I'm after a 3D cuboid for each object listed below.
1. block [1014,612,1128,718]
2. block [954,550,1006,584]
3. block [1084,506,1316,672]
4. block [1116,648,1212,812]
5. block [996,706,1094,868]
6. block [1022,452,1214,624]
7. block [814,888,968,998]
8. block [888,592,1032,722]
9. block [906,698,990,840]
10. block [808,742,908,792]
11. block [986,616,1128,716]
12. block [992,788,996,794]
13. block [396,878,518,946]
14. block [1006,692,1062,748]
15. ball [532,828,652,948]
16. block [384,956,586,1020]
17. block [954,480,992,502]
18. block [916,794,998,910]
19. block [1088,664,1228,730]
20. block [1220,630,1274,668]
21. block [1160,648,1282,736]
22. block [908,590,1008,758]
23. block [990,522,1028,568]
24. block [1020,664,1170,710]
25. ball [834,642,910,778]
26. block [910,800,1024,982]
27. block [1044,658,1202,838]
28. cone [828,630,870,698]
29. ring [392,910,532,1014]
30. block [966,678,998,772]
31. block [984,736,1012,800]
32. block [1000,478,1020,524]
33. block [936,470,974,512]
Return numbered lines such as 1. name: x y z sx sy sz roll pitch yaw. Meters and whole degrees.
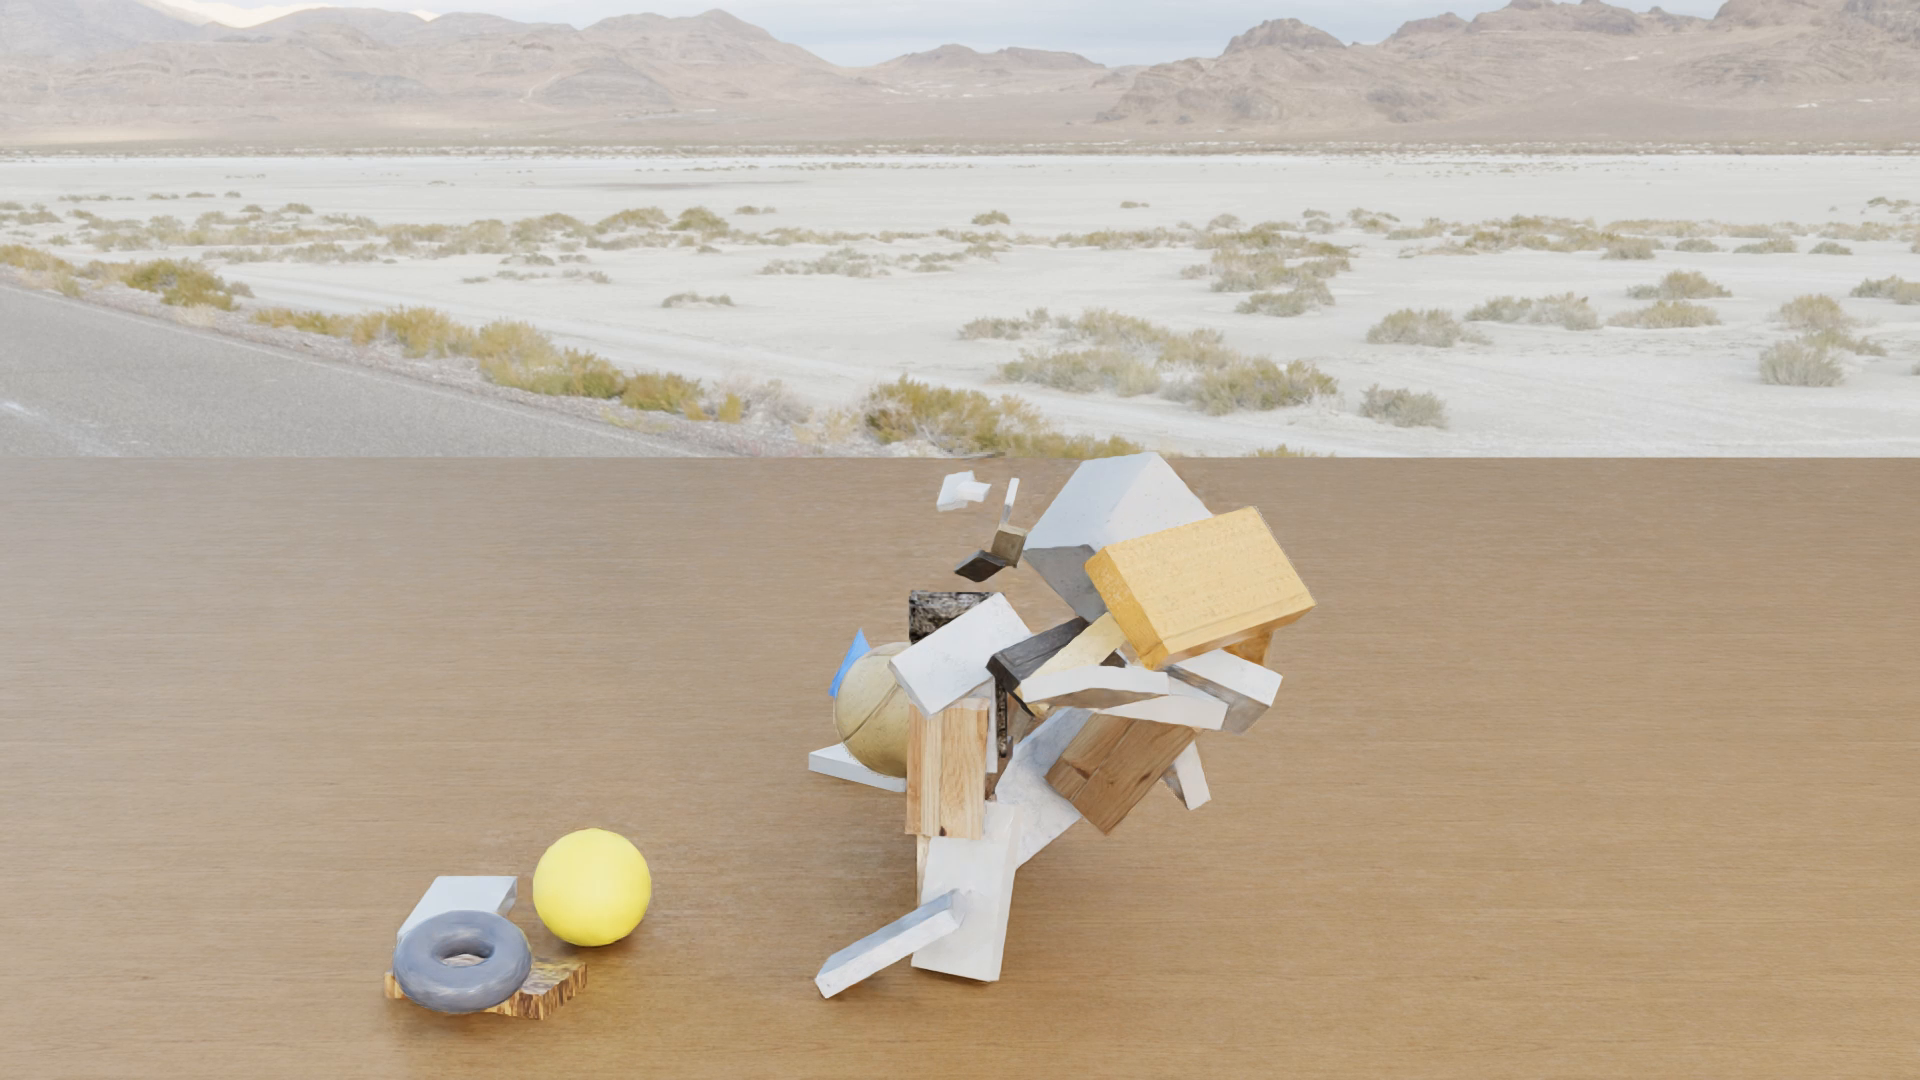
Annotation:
1. block: 0.150 0.162 2.899 0.047 0.013 0.242 45 39 8
2. block: 0.032 0.043 3.604 0.049 0.014 0.097 24 -25 -17
3. block: 0.342 0.065 3.094 0.347 0.174 0.049 -14 -23 -46
4. block: 0.330 0.320 3.868 0.045 0.158 0.316 -27 40 -9
5. block: 0.147 0.412 3.739 0.316 0.158 0.045 -39 9 6
6. block: 0.288 0.006 3.862 0.218 0.218 0.218 -53 23 -23
7. block: -0.100 0.594 3.244 0.227 0.032 0.113 -30 2 10
8. block: 0.005 0.155 2.952 0.185 0.093 0.026 -31 -14 -23
9. block: -0.019 0.335 3.240 0.113 0.227 0.032 5 27 5
10. block: -0.169 0.447 4.347 0.243 0.034 0.122 9 14 39
11. block: 0.129 0.166 2.920 0.185 0.026 0.093 -20 59 -45
12. block: -0.004 0.489 3.553 0.123 0.247 0.035 0 -11 0
13. block: -0.800 0.600 3.514 0.131 0.037 0.262 0 11 0
14. block: 0.094 0.359 3.937 0.158 0.316 0.045 26 3 -29
15. ball: -0.574 0.542 3.429 0.182 0.182 0.182 0 11 0
16. block: -0.700 0.650 3.247 0.262 0.037 0.131 4 11 19
17. block: 0.020 -0.079 3.557 0.047 0.013 0.094 9 12 7
18. block: -0.004 0.518 3.393 0.123 0.247 0.035 0 -10 0
19. block: 0.236 0.212 3.110 0.287 0.041 0.144 12 9 -47
20. block: 0.413 0.157 3.560 0.174 0.347 0.049 19 54 13
21. block: 0.392 0.227 3.447 0.174 0.049 0.347 23 -11 5
22. block: -0.001 0.211 3.421 0.144 0.287 0.041 1 33 5
23. block: 0.077 0.009 3.559 0.049 0.014 0.097 13 -33 -2
24. block: 0.159 0.171 2.547 0.093 0.026 0.185 -15 -14 30
25. ball: -0.102 0.302 3.905 0.241 0.241 0.241 0 11 0
26. block: 0.012 0.523 3.319 0.131 0.262 0.037 6 -7 27
27. block: 0.260 0.332 3.492 0.144 0.412 0.041 43 57 9
28. cone: -0.227 0.272 4.977 0.147 0.147 0.147 0 11 0
29. ring: -0.715 0.605 3.161 0.197 0.066 0.197 5 28 -2
30. block: -0.003 0.256 3.327 0.113 0.244 0.032 1 42 4
31. block: 0.004 0.358 3.498 0.123 0.035 0.247 2 10 10
32. block: 0.078 -0.059 3.500 0.013 0.047 0.094 14 -22 0
33. block: -0.007 -0.083 3.730 0.049 0.014 0.097 -10 30 16
